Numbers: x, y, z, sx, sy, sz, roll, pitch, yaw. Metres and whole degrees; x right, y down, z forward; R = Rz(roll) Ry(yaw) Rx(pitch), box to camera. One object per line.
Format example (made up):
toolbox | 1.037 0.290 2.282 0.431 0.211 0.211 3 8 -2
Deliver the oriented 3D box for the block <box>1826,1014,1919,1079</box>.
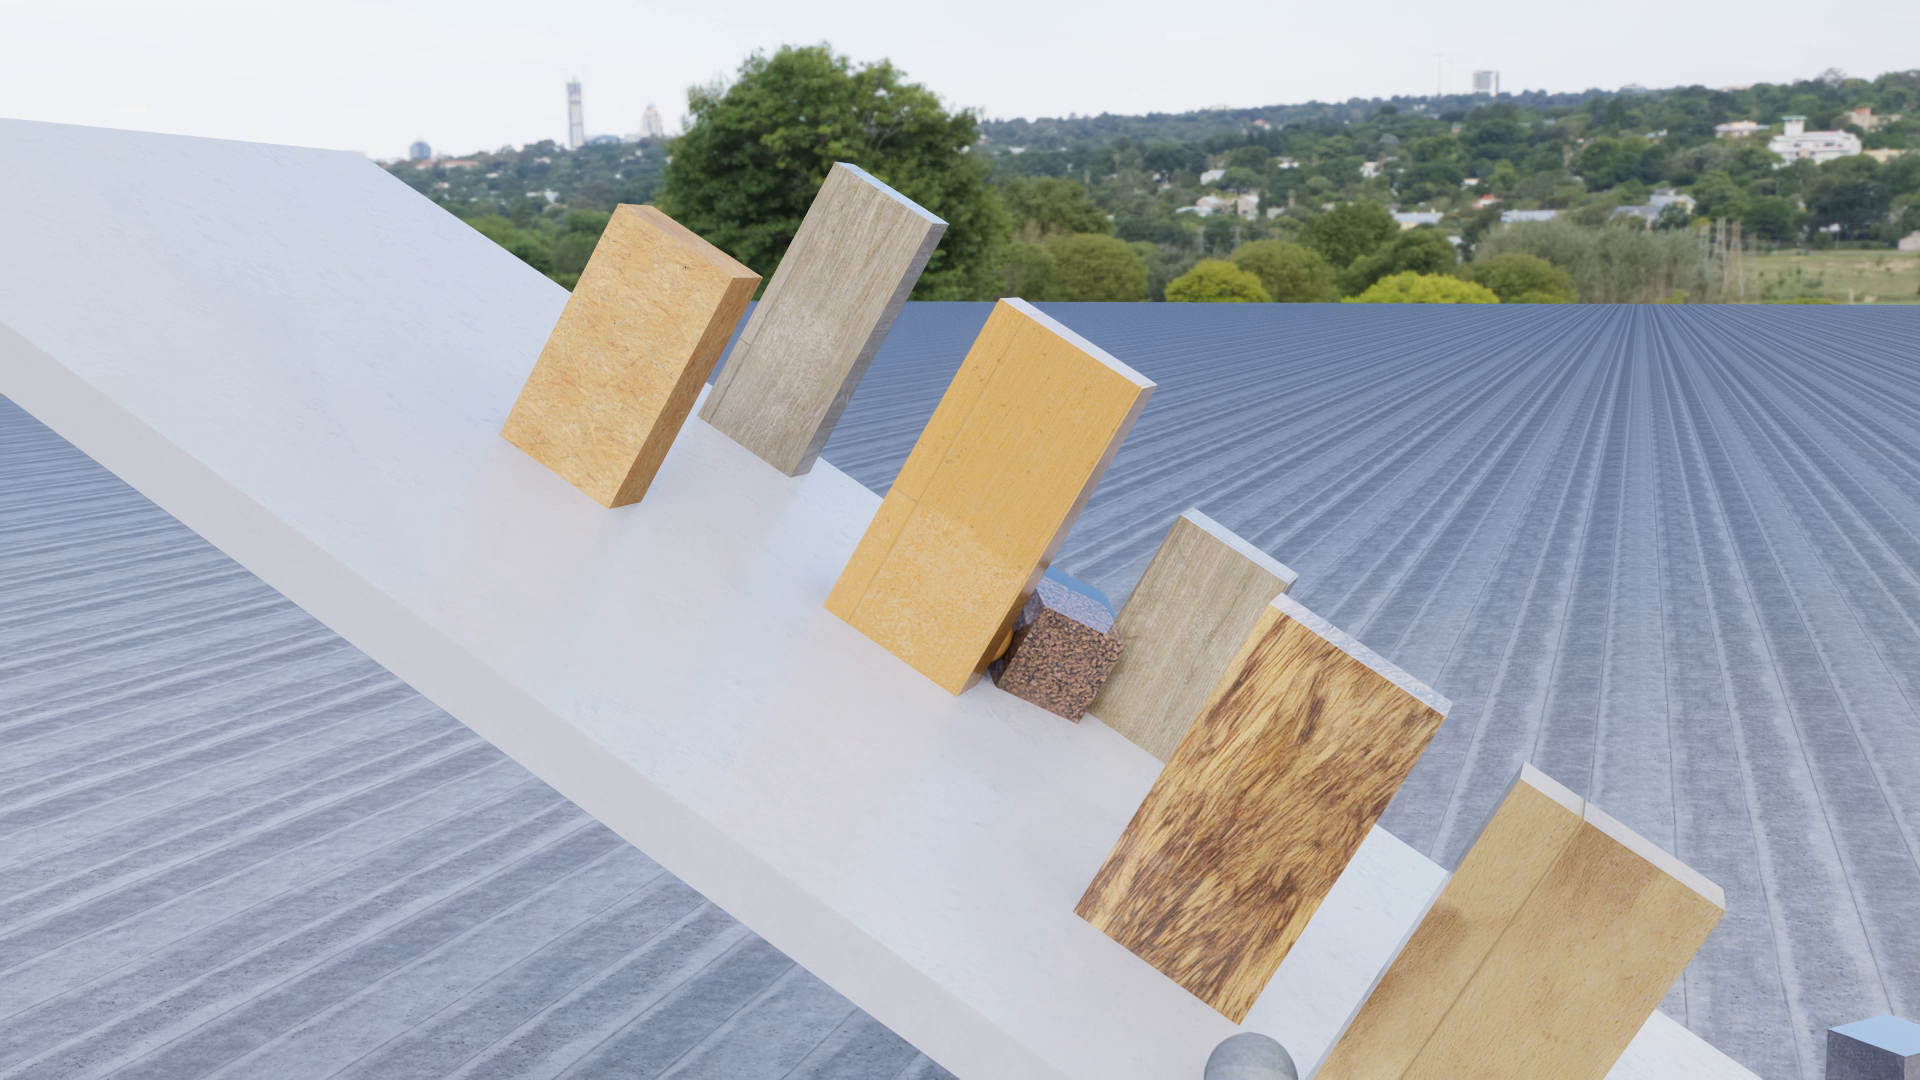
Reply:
block | 2.037 1.174 4.794 0.199 0.199 0.199 -4 8 -29

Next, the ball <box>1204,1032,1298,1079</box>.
ball | 0.416 0.774 3.149 0.135 0.135 0.135 0 7 0

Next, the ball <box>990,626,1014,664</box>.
ball | 0.034 0.178 4.356 0.143 0.143 0.143 0 7 0

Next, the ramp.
ramp | -0.168 0.277 4.120 4.000 0.100 2.000 33 15 11

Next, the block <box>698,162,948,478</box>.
block | -0.307 -0.486 4.885 0.259 0.650 0.119 33 15 11

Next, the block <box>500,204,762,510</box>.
block | -0.617 -0.343 4.110 0.261 0.498 0.141 33 15 11

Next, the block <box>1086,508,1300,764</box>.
block | 0.456 0.199 4.502 0.259 0.451 0.141 33 15 11

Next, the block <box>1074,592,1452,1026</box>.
block | 0.477 0.426 3.493 0.317 0.601 0.124 33 15 11

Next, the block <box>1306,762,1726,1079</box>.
block | 0.734 0.673 3.060 0.312 0.660 0.112 33 15 11

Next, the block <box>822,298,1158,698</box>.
block | 0.053 -0.081 4.173 0.315 0.688 0.134 33 15 11

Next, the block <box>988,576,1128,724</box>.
block | 0.185 0.213 4.436 0.194 0.194 0.194 25 15 -19

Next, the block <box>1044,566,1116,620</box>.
block | 0.200 0.176 4.629 0.172 0.172 0.172 26 15 -16
